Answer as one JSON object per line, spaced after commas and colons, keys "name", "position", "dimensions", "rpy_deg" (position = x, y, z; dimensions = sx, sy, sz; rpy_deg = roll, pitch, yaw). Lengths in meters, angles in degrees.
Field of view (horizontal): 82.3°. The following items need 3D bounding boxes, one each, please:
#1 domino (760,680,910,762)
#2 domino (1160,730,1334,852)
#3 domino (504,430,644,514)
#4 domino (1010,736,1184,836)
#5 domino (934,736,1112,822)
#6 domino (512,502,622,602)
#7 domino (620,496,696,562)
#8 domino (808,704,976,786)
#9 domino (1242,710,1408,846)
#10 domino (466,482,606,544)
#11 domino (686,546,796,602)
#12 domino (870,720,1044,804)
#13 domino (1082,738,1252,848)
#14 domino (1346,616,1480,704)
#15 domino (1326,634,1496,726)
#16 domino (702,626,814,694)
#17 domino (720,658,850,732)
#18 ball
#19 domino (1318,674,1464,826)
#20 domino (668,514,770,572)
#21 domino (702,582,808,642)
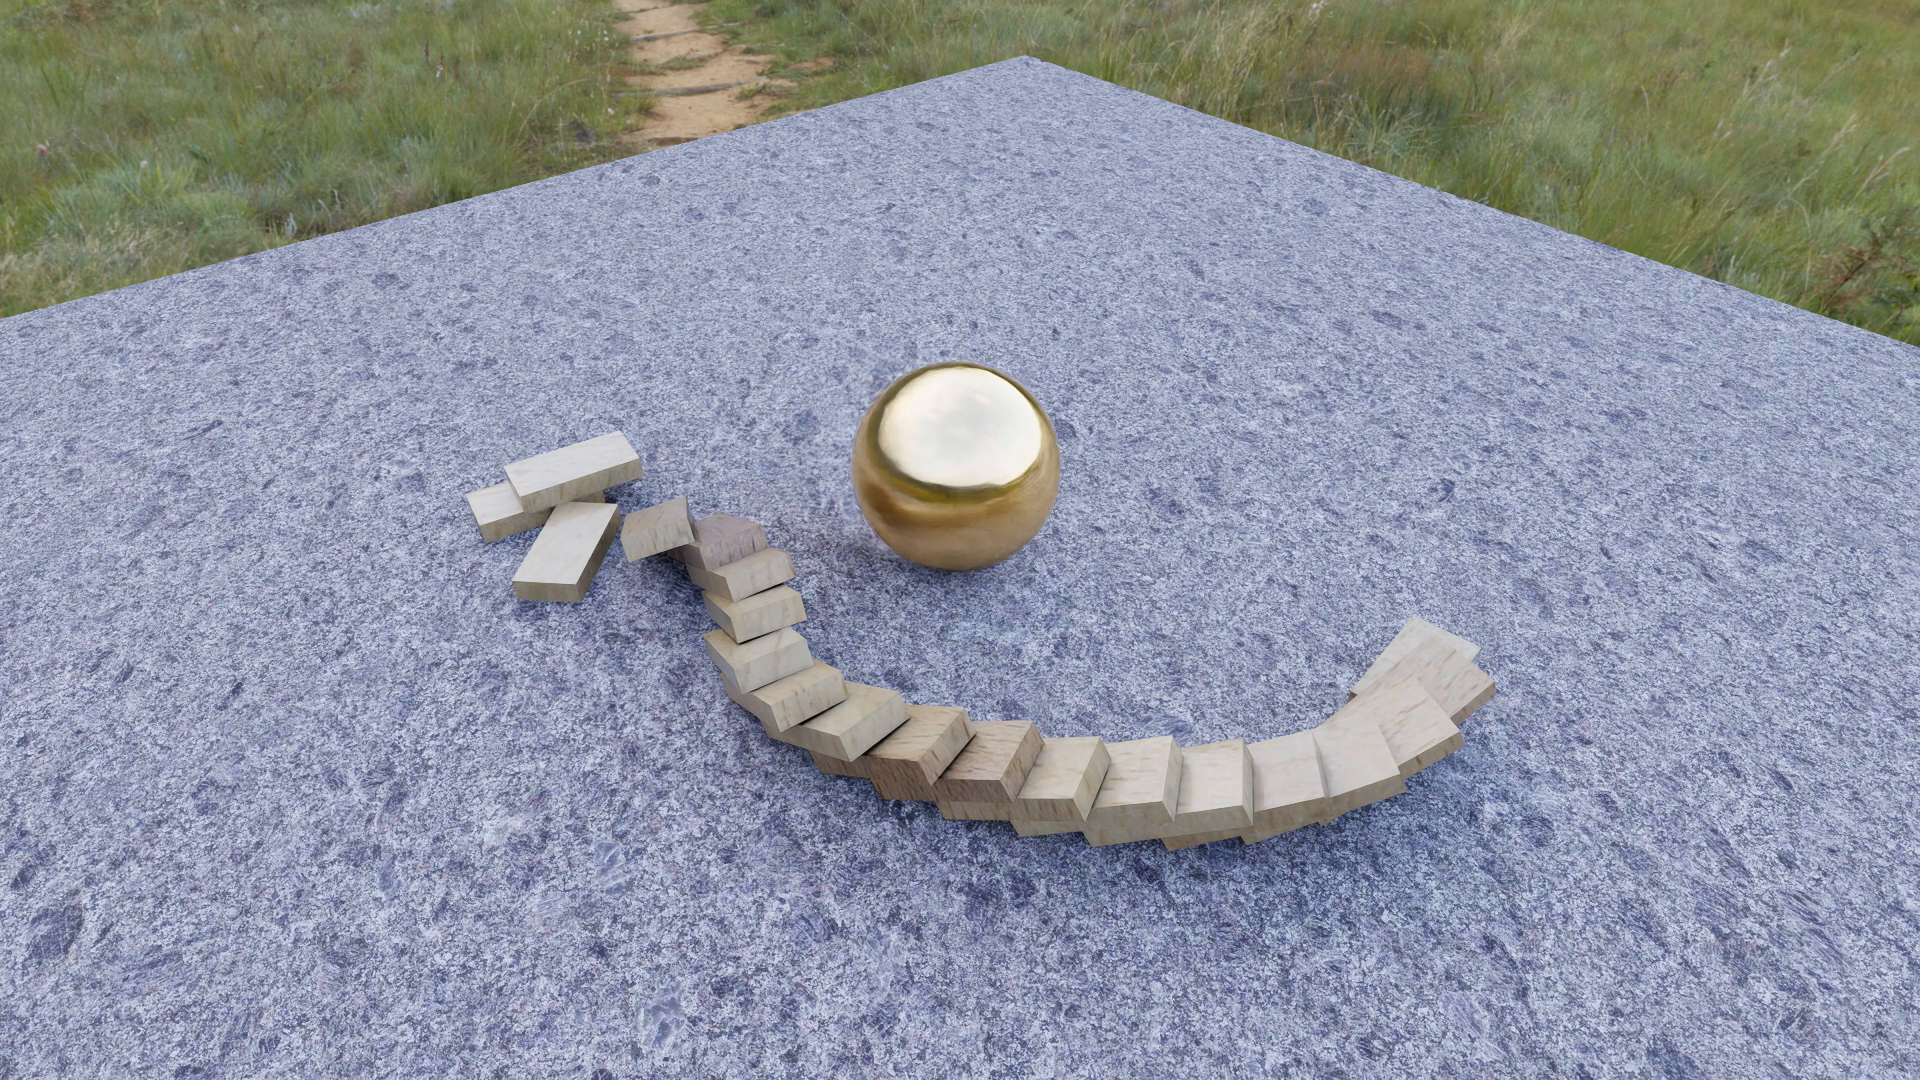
{"name": "domino", "position": [-0.042, 0.057, 0.356], "dimensions": [0.025, 0.009, 0.050], "rpy_deg": [-33, 21, -34]}
{"name": "domino", "position": [0.085, 0.076, 0.333], "dimensions": [0.050, 0.010, 0.025], "rpy_deg": [-19, 35, 21]}
{"name": "domino", "position": [-0.163, -0.029, 0.464], "dimensions": [0.050, 0.009, 0.025], "rpy_deg": [-22, 44, -25]}
{"name": "domino", "position": [0.041, 0.075, 0.334], "dimensions": [0.050, 0.010, 0.025], "rpy_deg": [-14, 32, 28]}
{"name": "domino", "position": [0.019, 0.073, 0.337], "dimensions": [0.050, 0.009, 0.025], "rpy_deg": [-9, 31, 35]}
{"name": "domino", "position": [-0.156, 0.004, 0.439], "dimensions": [0.025, 0.010, 0.050], "rpy_deg": [3, 39, 4]}
{"name": "domino", "position": [-0.118, -0.005, 0.430], "dimensions": [0.025, 0.009, 0.050], "rpy_deg": [-18, 15, -10]}
{"name": "domino", "position": [-0.022, 0.064, 0.348], "dimensions": [0.050, 0.010, 0.025], "rpy_deg": [-5, 29, 42]}
{"name": "domino", "position": [0.107, 0.073, 0.337], "dimensions": [0.050, 0.010, 0.025], "rpy_deg": [-24, 37, 15]}
{"name": "domino", "position": [-0.179, -0.017, 0.464], "dimensions": [0.050, 0.009, 0.025], "rpy_deg": [-22, 44, -24]}
{"name": "domino", "position": [-0.083, 0.011, 0.413], "dimensions": [0.025, 0.009, 0.050], "rpy_deg": [-23, 17, -26]}
{"name": "domino", "position": [-0.001, 0.069, 0.342], "dimensions": [0.050, 0.009, 0.025], "rpy_deg": [-8, 30, 36]}
{"name": "domino", "position": [0.062, 0.077, 0.333], "dimensions": [0.050, 0.009, 0.025], "rpy_deg": [-16, 33, 25]}
{"name": "domino", "position": [0.159, 0.048, 0.384], "dimensions": [0.025, 0.010, 0.050], "rpy_deg": [29, 48, 31]}
{"name": "domino", "position": [0.145, 0.056, 0.358], "dimensions": [0.050, 0.010, 0.025], "rpy_deg": [-39, 47, -2]}
{"name": "domino", "position": [-0.070, 0.038, 0.379], "dimensions": [0.025, 0.010, 0.050], "rpy_deg": [-21, 16, -20]}
{"name": "domino", "position": [-0.059, 0.048, 0.366], "dimensions": [0.025, 0.009, 0.050], "rpy_deg": [-24, 17, -26]}
{"name": "ball", "position": [-0.002, -0.028, 0.422], "dimensions": [0.080, 0.080, 0.080], "rpy_deg": [0, 39, 0]}
{"name": "domino", "position": [0.128, 0.066, 0.345], "dimensions": [0.050, 0.010, 0.025], "rpy_deg": [-32, 42, 6]}
{"name": "domino", "position": [-0.095, 0.000, 0.425], "dimensions": [0.025, 0.009, 0.050], "rpy_deg": [-23, 17, -26]}
{"name": "domino", "position": [-0.075, 0.023, 0.397], "dimensions": [0.025, 0.009, 0.050], "rpy_deg": [-18, 15, -21]}
